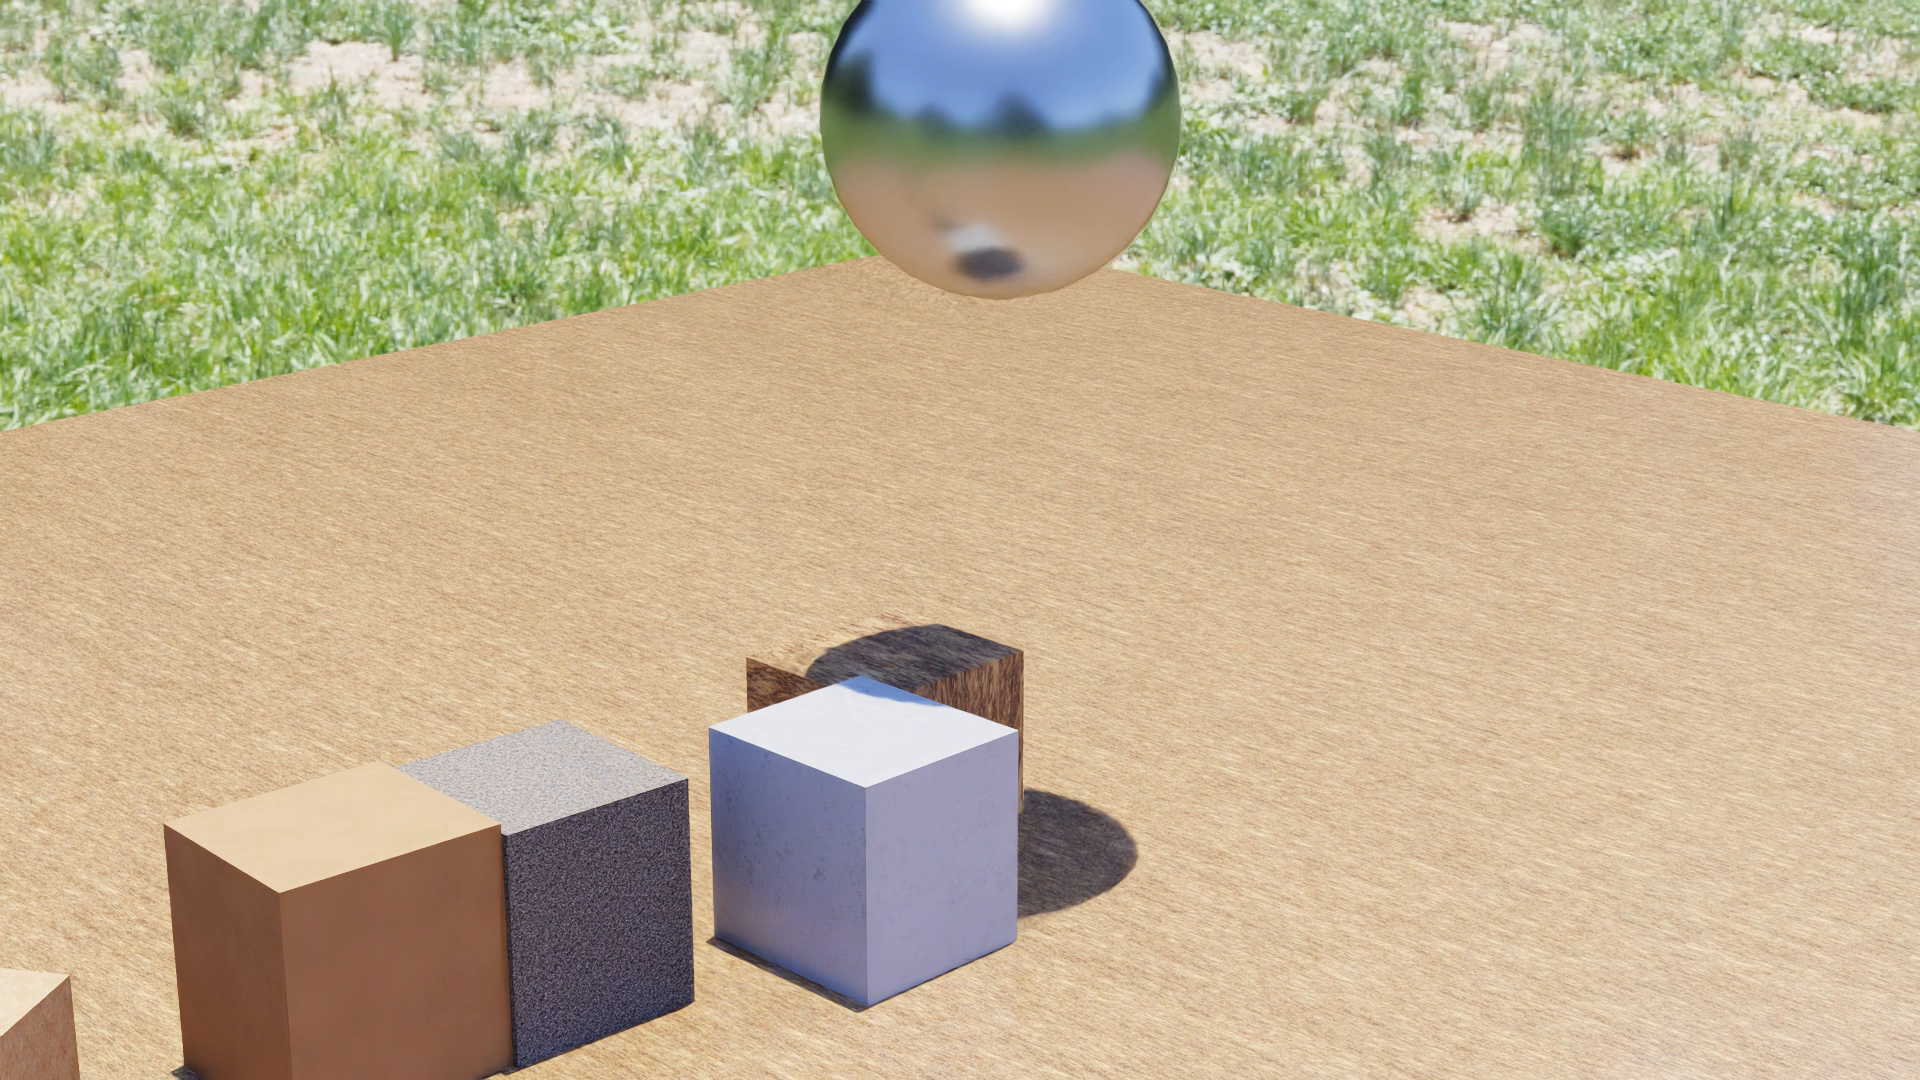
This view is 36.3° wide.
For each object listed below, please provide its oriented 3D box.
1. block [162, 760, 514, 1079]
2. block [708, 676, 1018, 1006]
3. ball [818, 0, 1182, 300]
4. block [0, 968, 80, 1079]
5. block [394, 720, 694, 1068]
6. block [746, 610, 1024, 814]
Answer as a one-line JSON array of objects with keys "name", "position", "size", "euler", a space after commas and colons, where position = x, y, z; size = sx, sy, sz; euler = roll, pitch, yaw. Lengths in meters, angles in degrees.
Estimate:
[{"name": "block", "position": [-2.437, 1.595, 11.531], "size": [0.968, 1.041, 0.888], "euler": [-15, 23, -40]}, {"name": "block", "position": [-0.413, 1.272, 12.665], "size": [0.975, 0.979, 0.900], "euler": [16, 24, 42]}, {"name": "ball", "position": [0.177, -1.864, 12.941], "size": [1.600, 1.600, 1.600], "euler": [0, 17, 0]}, {"name": "block", "position": [-3.760, 2.048, 10.522], "size": [0.889, 0.784, 0.789], "euler": [4, 18, 11]}, {"name": "block", "position": [-1.736, 1.434, 12.113], "size": [0.881, 1.001, 0.906], "euler": [-15, 23, -40]}, {"name": "block", "position": [-0.353, 0.934, 13.994], "size": [0.986, 0.827, 0.870], "euler": [-17, 24, -42]}]
